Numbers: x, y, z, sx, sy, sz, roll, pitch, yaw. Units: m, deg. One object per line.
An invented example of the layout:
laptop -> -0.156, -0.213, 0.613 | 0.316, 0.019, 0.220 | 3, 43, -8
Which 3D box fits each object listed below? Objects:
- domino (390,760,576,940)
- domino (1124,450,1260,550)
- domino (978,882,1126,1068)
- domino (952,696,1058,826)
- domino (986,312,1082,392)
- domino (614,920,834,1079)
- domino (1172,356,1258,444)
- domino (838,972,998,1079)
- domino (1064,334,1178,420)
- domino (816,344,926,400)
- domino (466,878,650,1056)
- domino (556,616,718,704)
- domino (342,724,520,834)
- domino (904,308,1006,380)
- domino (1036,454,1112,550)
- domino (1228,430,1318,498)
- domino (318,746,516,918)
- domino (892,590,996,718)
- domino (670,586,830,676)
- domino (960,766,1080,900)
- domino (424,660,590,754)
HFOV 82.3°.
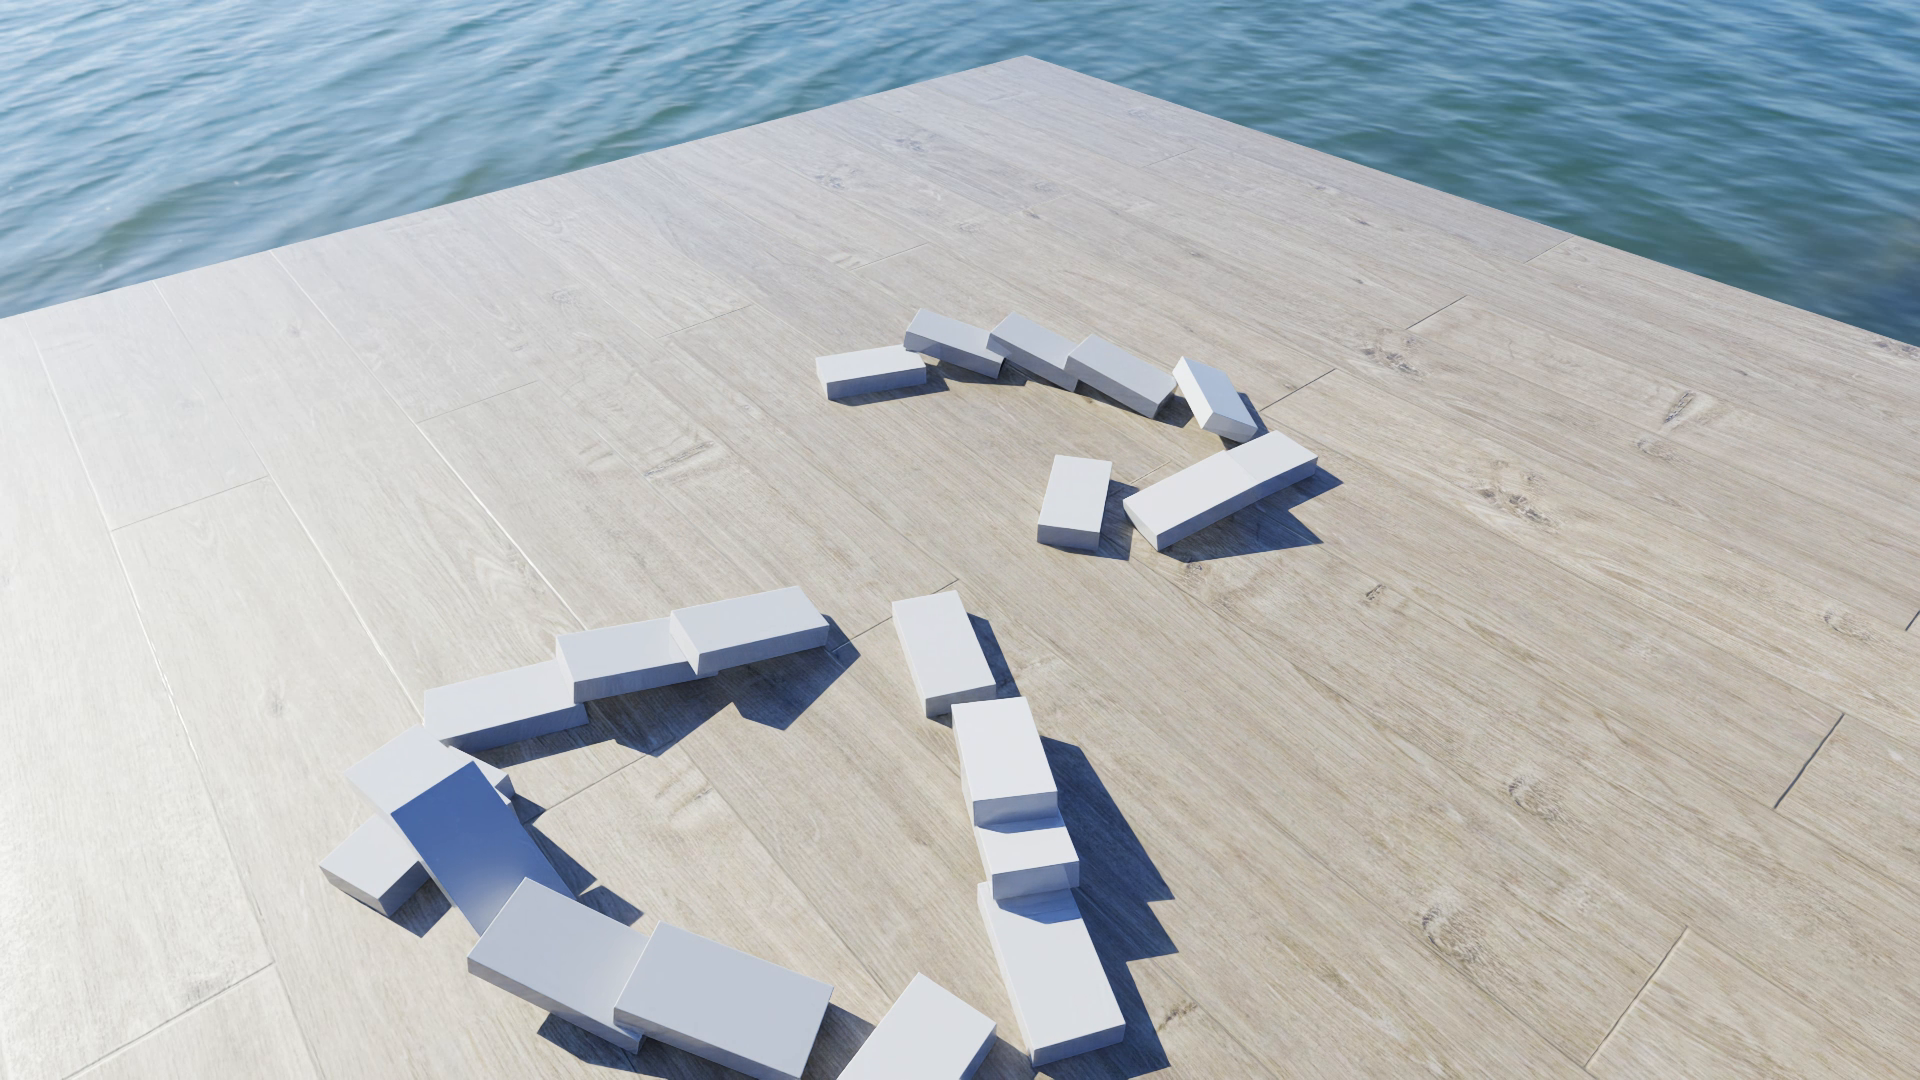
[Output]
domino -> -0.135, 0.091, 0.312 | 0.025, 0.009, 0.050 | -36, 85, -36
domino -> 0.096, -0.017, 0.455 | 0.050, 0.010, 0.025 | -26, 46, -11
domino -> 0.024, 0.115, 0.303 | 0.025, 0.010, 0.050 | -10, 40, -12
domino -> 0.013, 0.068, 0.344 | 0.025, 0.010, 0.050 | -5, 26, -6
domino -> 0.041, -0.094, 0.549 | 0.050, 0.010, 0.025 | 29, 46, 12
domino -> -0.061, 0.121, 0.287 | 0.050, 0.010, 0.025 | 20, 42, 2
domino -> 0.119, -0.066, 0.517 | 0.025, 0.010, 0.050 | 16, 35, -20
domino -> -0.015, 0.137, 0.276 | 0.025, 0.010, 0.050 | 23, 45, 26
domino -> 0.078, -0.079, 0.532 | 0.050, 0.009, 0.025 | 32, 47, 15
domino -> -0.044, -0.084, 0.546 | 0.050, 0.009, 0.025 | -11, 41, -13
domino -> -0.102, 0.114, 0.294 | 0.050, 0.009, 0.025 | 24, 43, 4
domino -> -0.113, 0.041, 0.385 | 0.050, 0.009, 0.025 | -9, 38, -30
domino -> -0.161, 0.078, 0.333 | 0.050, 0.010, 0.025 | 26, 46, 28
domino -> -0.001, -0.100, 0.556 | 0.050, 0.010, 0.025 | 19, 42, 3
domino -> 0.049, -0.017, 0.464 | 0.025, 0.010, 0.050 | 8, 40, 9
domino -> 0.129, -0.031, 0.481 | 0.050, 0.009, 0.025 | -23, 44, -25
domino -> -0.165, 0.088, 0.336 | 0.025, 0.010, 0.050 | 18, 43, 21
domino -> -0.006, 0.040, 0.395 | 0.025, 0.010, 0.050 | -10, 40, -12
domino -> -0.075, 0.032, 0.395 | 0.050, 0.009, 0.025 | -11, 40, -34
domino -> 0.017, 0.085, 0.330 | 0.025, 0.009, 0.050 | -7, 26, -8
domino -> -0.154, 0.057, 0.374 | 0.050, 0.009, 0.025 | -13, 41, -16
